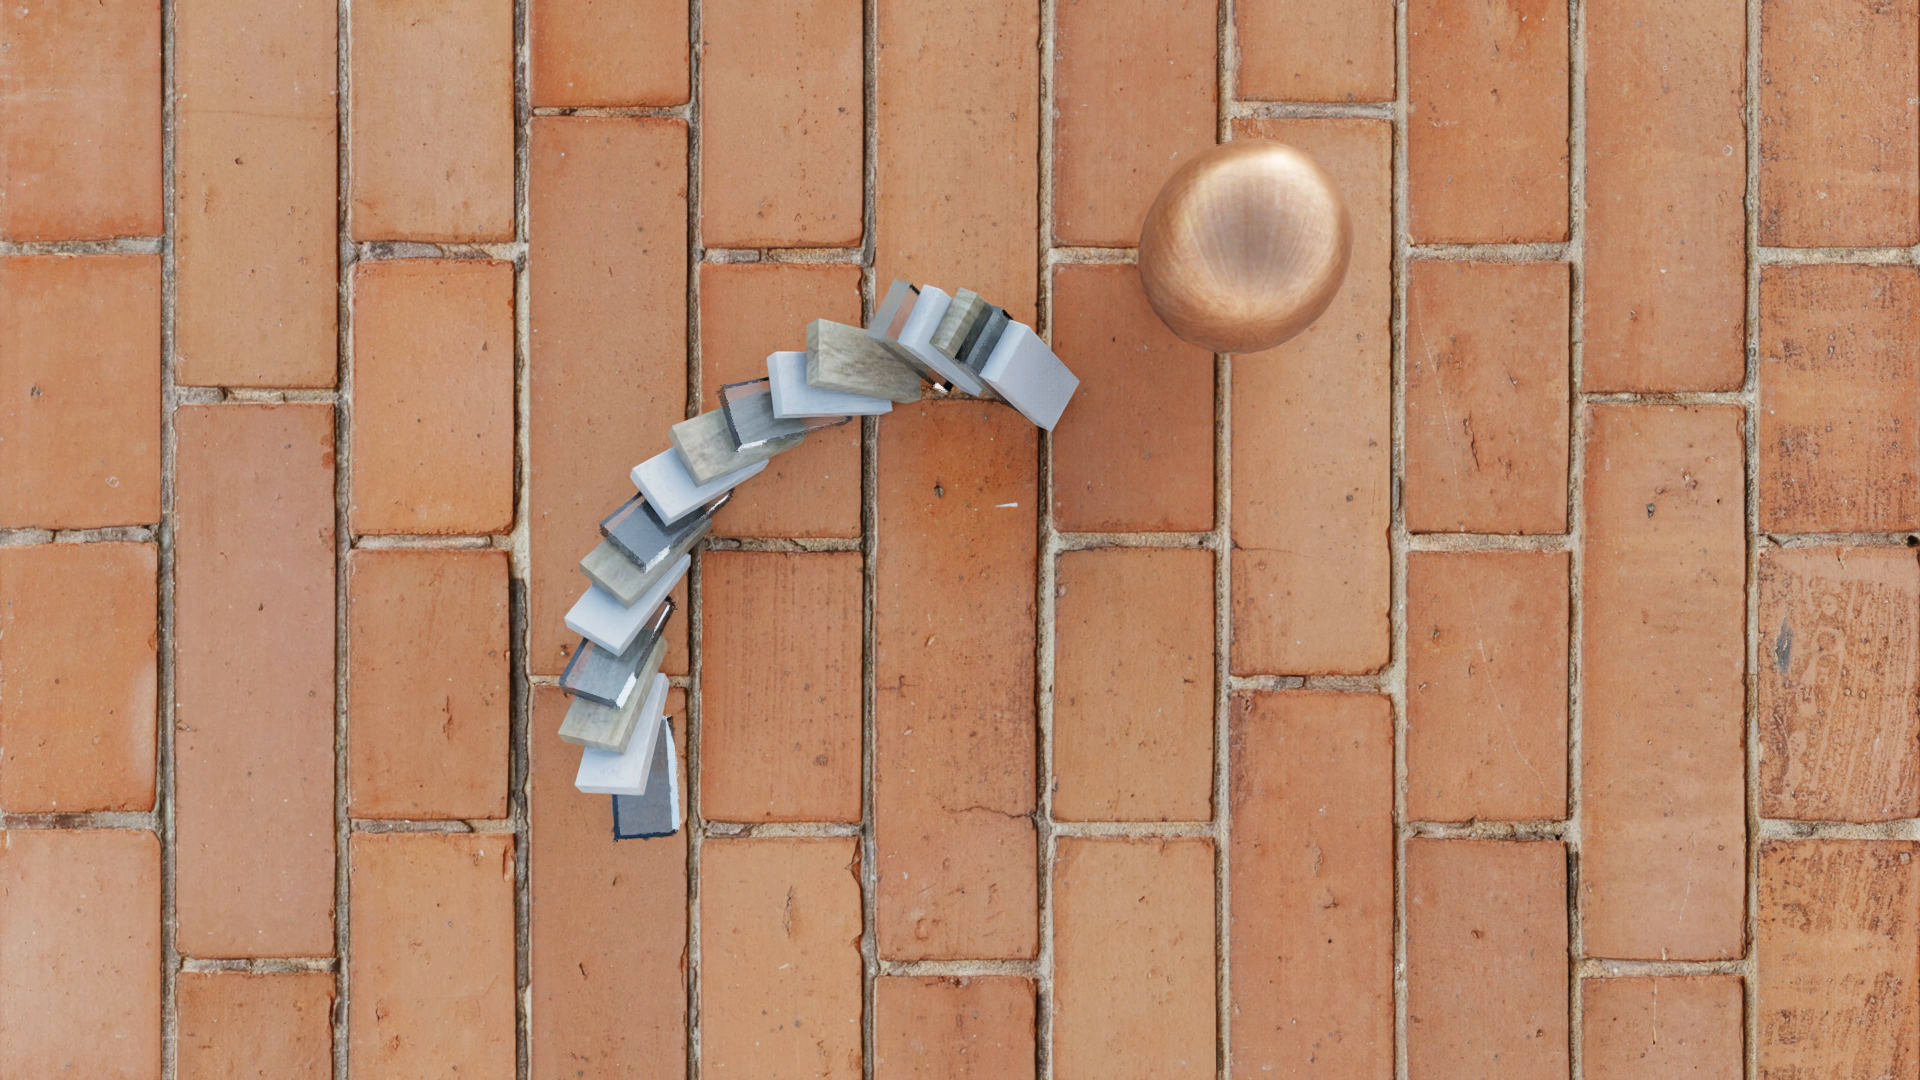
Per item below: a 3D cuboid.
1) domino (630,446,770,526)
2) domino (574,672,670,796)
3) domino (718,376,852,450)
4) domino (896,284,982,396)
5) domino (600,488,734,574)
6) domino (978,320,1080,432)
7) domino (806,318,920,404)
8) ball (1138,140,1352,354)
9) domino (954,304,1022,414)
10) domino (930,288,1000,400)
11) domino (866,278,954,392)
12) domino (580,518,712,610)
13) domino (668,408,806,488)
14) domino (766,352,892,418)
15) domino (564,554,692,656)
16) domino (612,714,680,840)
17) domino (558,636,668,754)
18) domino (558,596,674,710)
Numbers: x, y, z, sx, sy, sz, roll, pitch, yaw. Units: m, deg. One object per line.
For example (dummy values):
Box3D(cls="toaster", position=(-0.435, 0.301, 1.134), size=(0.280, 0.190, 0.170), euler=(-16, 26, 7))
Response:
Box3D(cls="domino", position=(-0.108, -0.030, 0.383), size=(0.050, 0.009, 0.025), euler=(-36, 89, -31))
Box3D(cls="domino", position=(-0.140, 0.080, 0.382), size=(0.025, 0.010, 0.050), euler=(3, 57, 0))
Box3D(cls="domino", position=(-0.073, -0.056, 0.384), size=(0.050, 0.010, 0.025), euler=(-18, 90, -29))
Box3D(cls="domino", position=(-0.003, -0.081, 0.377), size=(0.009, 0.050, 0.025), euler=(26, 90, 36))
Box3D(cls="domino", position=(-0.122, -0.012, 0.382), size=(0.025, 0.009, 0.050), euler=(41, 58, 2))
Box3D(cls="domino", position=(0.030, -0.066, 0.377), size=(0.009, 0.050, 0.025), euler=(30, 90, 36))
Box3D(cls="domino", position=(-0.039, -0.073, 0.379), size=(0.050, 0.009, 0.025), euler=(4, 83, -39))
Box3D(cls="ball", position=(0.111, -0.114, 0.360), size=(0.080, 0.080, 0.080), euler=(0, 90, 0))
Box3D(cls="domino", position=(0.020, -0.073, 0.377), size=(0.009, 0.050, 0.025), euler=(30, 90, 36))
Box3D(cls="domino", position=(0.010, -0.079, 0.377), size=(0.009, 0.050, 0.025), euler=(30, 90, 36))
Box3D(cls="domino", position=(-0.015, -0.083, 0.377), size=(0.010, 0.050, 0.025), euler=(26, 89, 36))
Box3D(cls="domino", position=(-0.130, 0.002, 0.383), size=(0.025, 0.010, 0.050), euler=(39, 58, 0))
Box3D(cls="domino", position=(-0.093, -0.043, 0.383), size=(0.050, 0.010, 0.025), euler=(-28, 90, -31))
Box3D(cls="domino", position=(-0.054, -0.065, 0.382), size=(0.050, 0.010, 0.025), euler=(-7, 90, -34))
Box3D(cls="domino", position=(-0.138, 0.021, 0.383), size=(0.025, 0.009, 0.050), euler=(30, 58, 0))
Box3D(cls="domino", position=(-0.136, 0.102, 0.395), size=(0.025, 0.010, 0.050), euler=(-4, 90, 0))
Box3D(cls="domino", position=(-0.144, 0.062, 0.382), size=(0.025, 0.009, 0.050), euler=(12, 57, 2))
Box3D(cls="domino", position=(-0.142, 0.043, 0.382), size=(0.025, 0.010, 0.050), euler=(17, 57, 3))
